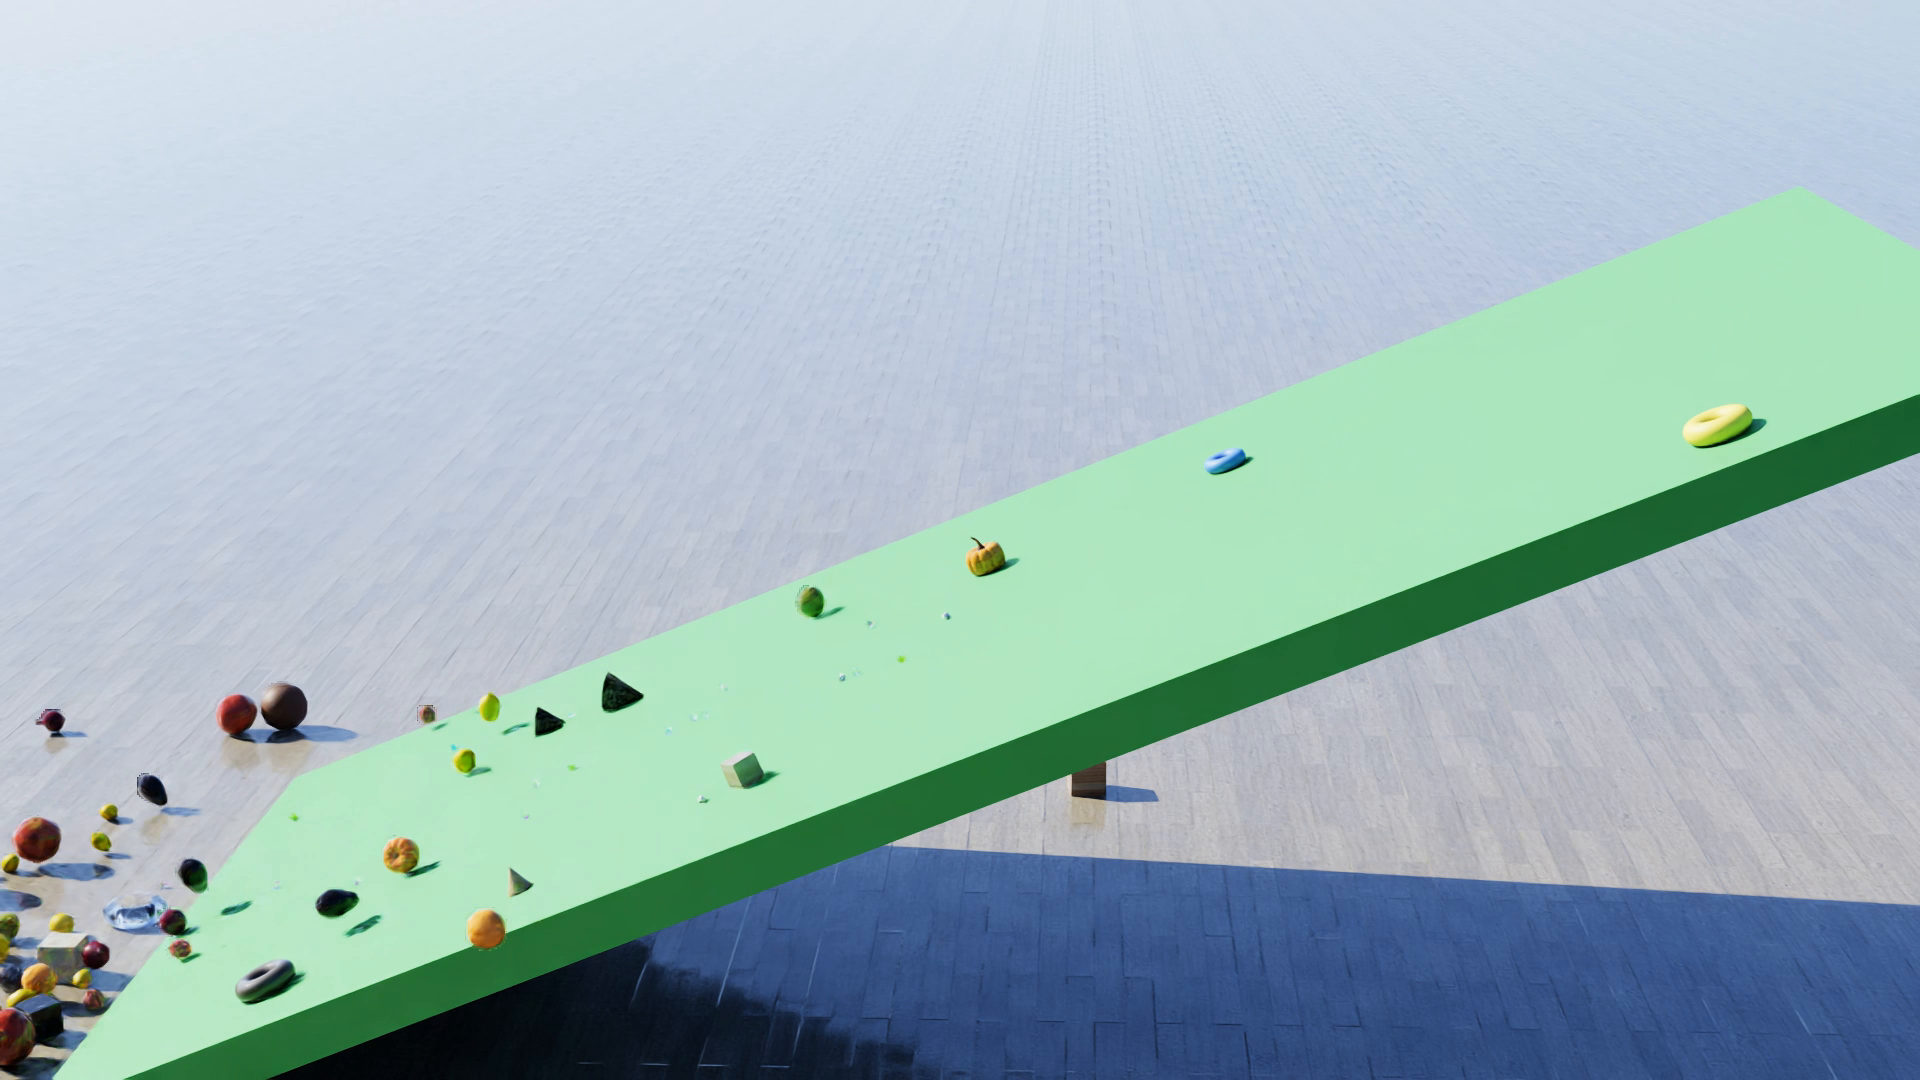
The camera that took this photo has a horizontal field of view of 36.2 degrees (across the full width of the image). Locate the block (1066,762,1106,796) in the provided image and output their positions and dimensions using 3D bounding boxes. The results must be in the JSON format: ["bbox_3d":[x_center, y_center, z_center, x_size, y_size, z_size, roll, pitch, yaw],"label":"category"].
[{"bbox_3d":[0.330,0.610,7.687,0.091,0.091,0.091,-2,14,-6],"label":"block"}]

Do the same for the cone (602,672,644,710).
[{"bbox_3d":[-0.774,0.355,6.808,0.091,0.091,0.091,6,15,6],"label":"cone"}]

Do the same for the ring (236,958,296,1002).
[{"bbox_3d":[-1.351,0.856,5.719,0.124,0.041,0.124,-23,12,5],"label":"ring"}]

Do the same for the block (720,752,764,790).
[{"bbox_3d":[-0.425,0.450,5.740,0.054,0.054,0.054,-30,14,-30],"label":"block"}]

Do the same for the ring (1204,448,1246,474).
[{"bbox_3d":[0.596,-0.178,6.619,0.097,0.032,0.097,-21,13,5],"label":"ring"}]

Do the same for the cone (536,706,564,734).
[{"bbox_3d":[-0.955,0.424,6.870,0.069,0.069,0.069,3,14,-8],"label":"cone"}]

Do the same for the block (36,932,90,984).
[{"bbox_3d":[-1.973,0.919,6.477,0.084,0.084,0.084,1,14,4],"label":"block"}]

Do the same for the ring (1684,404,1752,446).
[{"bbox_3d":[1.369,-0.208,5.315,0.127,0.042,0.127,-21,11,4],"label":"ring"}]

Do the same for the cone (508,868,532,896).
[{"bbox_3d":[-0.858,0.652,5.669,0.052,0.052,0.052,-22,12,5],"label":"cone"}]

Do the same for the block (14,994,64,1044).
[{"bbox_3d":[-1.931,1.003,6.165,0.069,0.069,0.069,12,23,41],"label":"block"}]

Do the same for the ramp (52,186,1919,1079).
[{"bbox_3d":[0.126,0.172,6.288,4.000,0.100,2.000,-21,12,8],"label":"ramp"}]

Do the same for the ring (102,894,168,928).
[{"bbox_3d":[-1.905,0.857,6.797,0.147,0.049,0.147,-1,13,0],"label":"ring"}]
